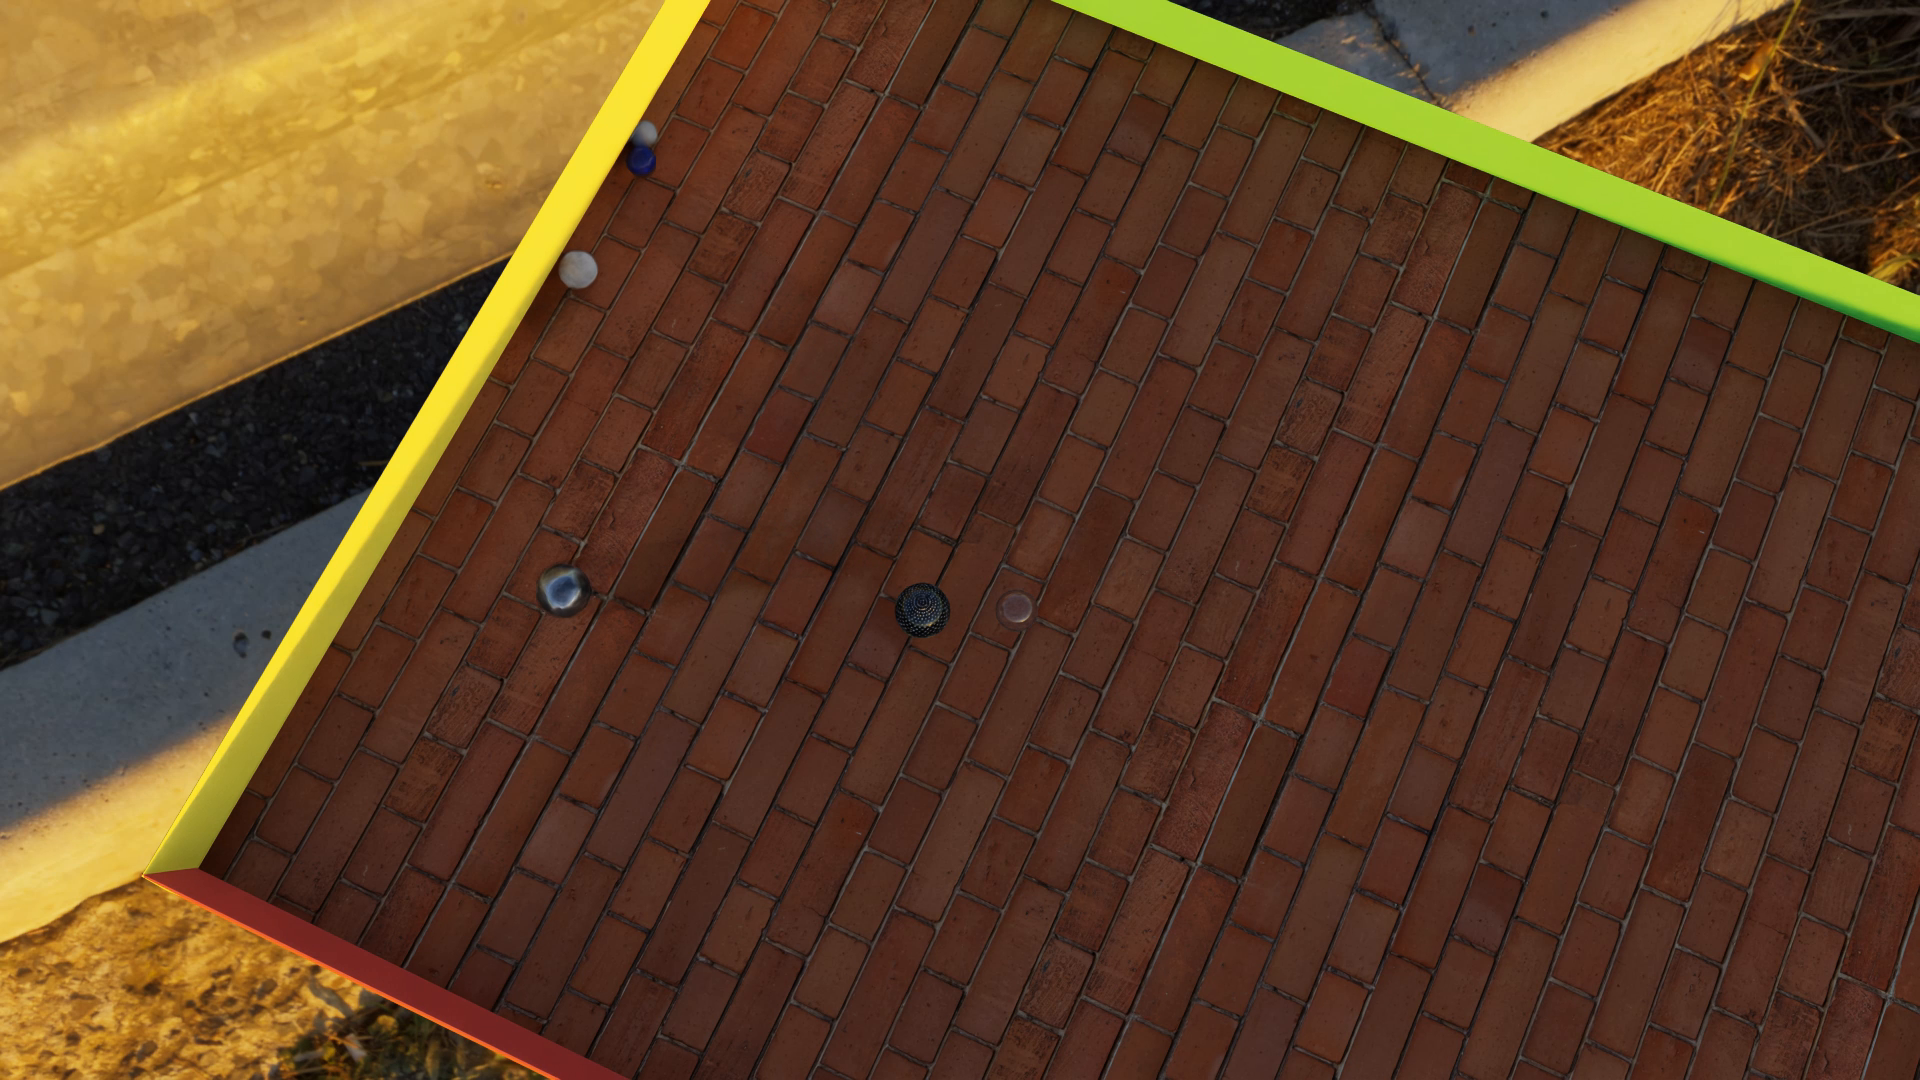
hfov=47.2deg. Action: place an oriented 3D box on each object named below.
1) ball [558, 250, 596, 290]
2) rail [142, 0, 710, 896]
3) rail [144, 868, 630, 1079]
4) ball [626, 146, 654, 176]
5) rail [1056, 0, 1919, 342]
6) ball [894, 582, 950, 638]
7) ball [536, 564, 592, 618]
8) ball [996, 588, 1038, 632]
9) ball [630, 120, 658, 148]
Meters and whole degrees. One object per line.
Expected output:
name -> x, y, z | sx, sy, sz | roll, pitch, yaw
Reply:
ball -> -0.628, -0.443, 3.609 | 0.062, 0.062, 0.062 | 0, 70, 0
rail -> -0.744, -0.334, 3.541 | 0.045, 0.112, 1.992 | 24, 72, 8
rail -> 0.355, 1.155, 2.998 | 3.378, 0.112, 0.045 | 24, 72, 8
ball -> -0.537, -0.635, 3.686 | 0.048, 0.048, 0.048 | 0, 70, 0
rail -> 1.176, -0.501, 3.603 | 3.378, 0.112, 0.045 | 24, 72, 8
ball -> -0.058, 0.109, 3.394 | 0.086, 0.086, 0.086 | 0, 70, 0
ball -> -0.613, 0.078, 3.407 | 0.083, 0.083, 0.083 | 0, 70, 0
ball -> 0.088, 0.109, 3.405 | 0.066, 0.066, 0.066 | 0, 70, 0
ball -> -0.534, -0.682, 3.704 | 0.047, 0.047, 0.047 | 0, 70, 0
